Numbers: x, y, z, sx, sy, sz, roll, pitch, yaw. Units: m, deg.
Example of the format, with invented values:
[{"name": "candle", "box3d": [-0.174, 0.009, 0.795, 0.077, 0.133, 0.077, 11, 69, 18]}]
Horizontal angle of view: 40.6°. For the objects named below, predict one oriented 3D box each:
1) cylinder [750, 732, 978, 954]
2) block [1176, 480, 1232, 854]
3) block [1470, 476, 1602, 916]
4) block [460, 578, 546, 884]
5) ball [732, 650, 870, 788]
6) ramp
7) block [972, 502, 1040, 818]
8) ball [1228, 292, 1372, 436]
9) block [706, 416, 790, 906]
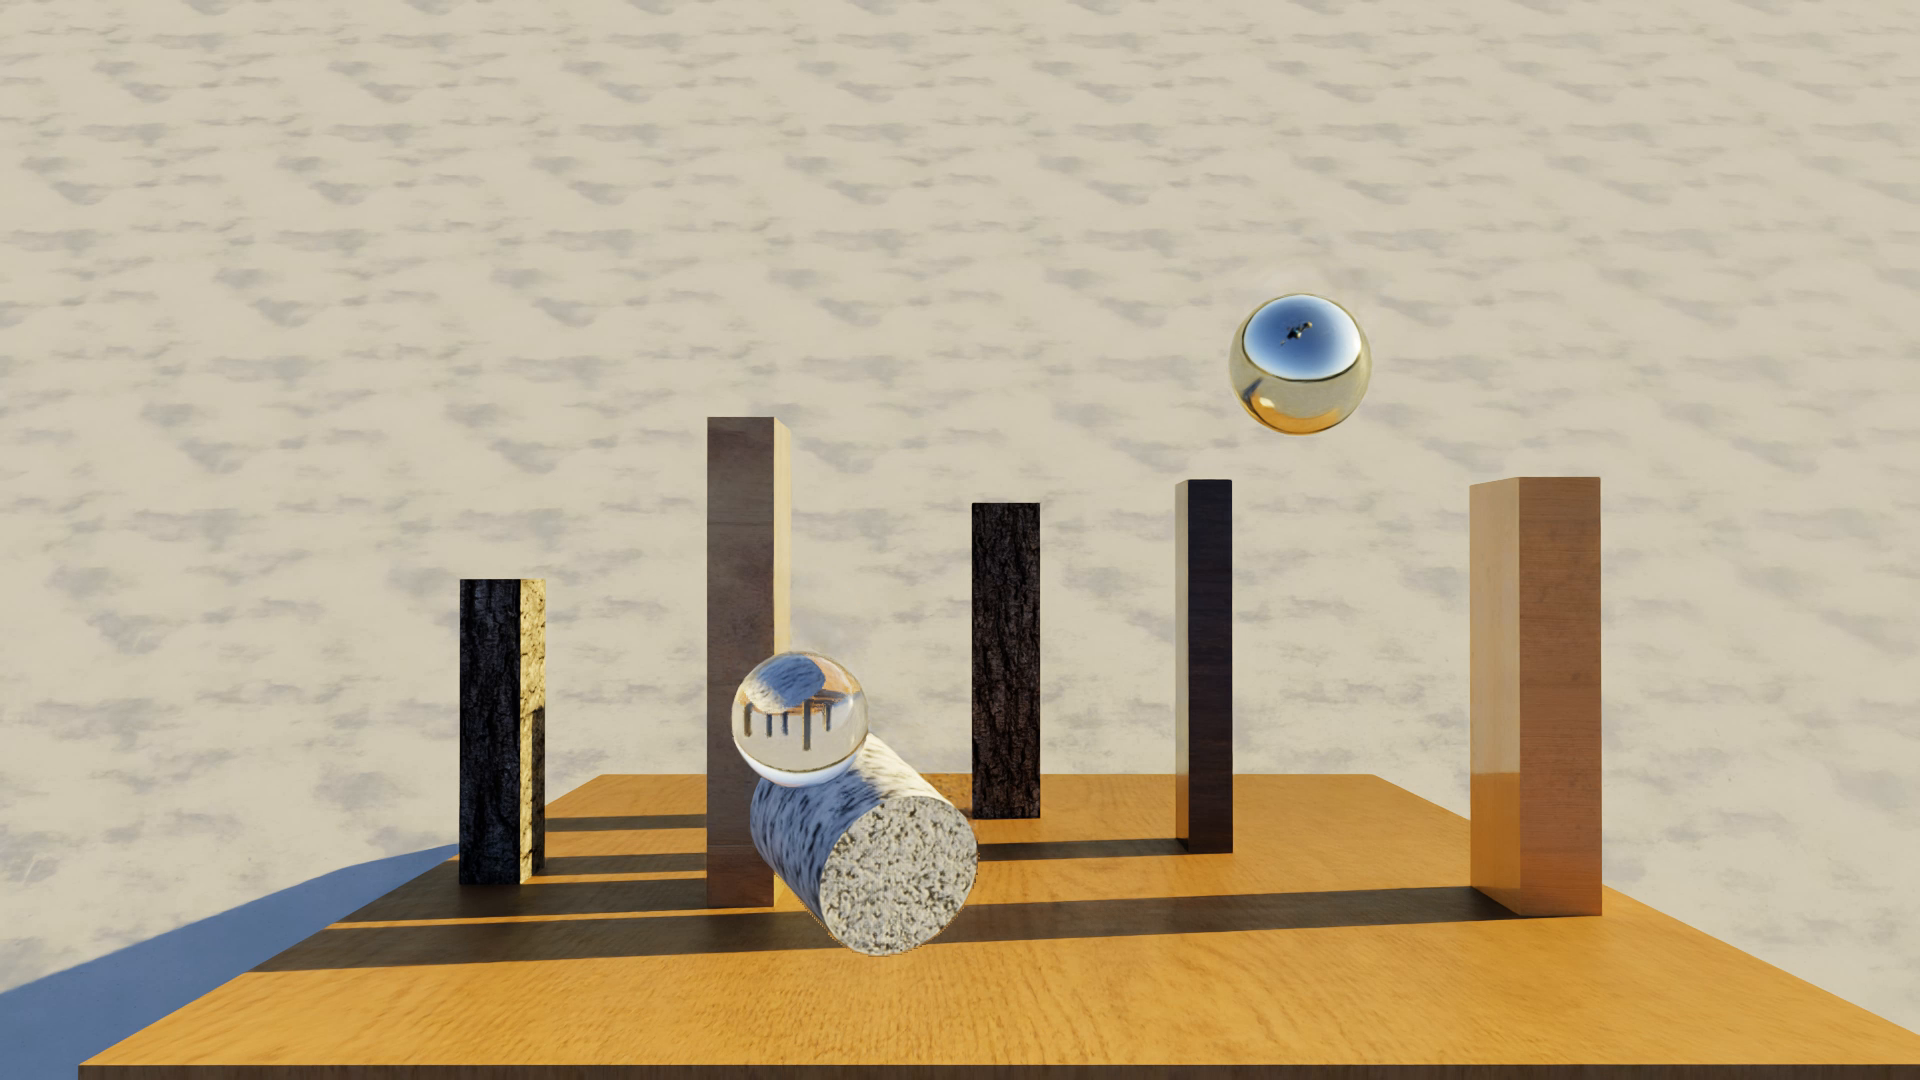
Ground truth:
[{"name": "cylinder", "box3d": [-0.103, 0.313, 2.712, 0.179, 0.179, 0.179, -16, 26, -23]}, {"name": "block", "box3d": [0.464, 0.236, 4.949, 0.082, 0.694, 0.287, 0, -1, 0]}, {"name": "block", "box3d": [0.909, 0.239, 4.113, 0.124, 0.664, 0.381, 0, -1, 0]}, {"name": "block", "box3d": [-0.785, 0.322, 4.455, 0.101, 0.509, 0.260, 0, -1, 0]}, {"name": "ball", "box3d": [-0.155, 0.174, 2.513, 0.134, 0.134, 0.134, 0, 32, 0]}, {"name": "ramp", "box3d": [0.072, 0.630, 4.726, 2.000, 0.100, 4.000, 0, -1, 0]}, {"name": "block", "box3d": [0.098, 0.257, 5.638, 0.144, 0.670, 0.279, 0, -1, 0]}, {"name": "ball", "box3d": [0.352, -0.182, 2.688, 0.148, 0.148, 0.148, 0, 32, 0]}, {"name": "block", "box3d": [-0.342, 0.192, 4.232, 0.105, 0.762, 0.399, 0, -1, 0]}]
